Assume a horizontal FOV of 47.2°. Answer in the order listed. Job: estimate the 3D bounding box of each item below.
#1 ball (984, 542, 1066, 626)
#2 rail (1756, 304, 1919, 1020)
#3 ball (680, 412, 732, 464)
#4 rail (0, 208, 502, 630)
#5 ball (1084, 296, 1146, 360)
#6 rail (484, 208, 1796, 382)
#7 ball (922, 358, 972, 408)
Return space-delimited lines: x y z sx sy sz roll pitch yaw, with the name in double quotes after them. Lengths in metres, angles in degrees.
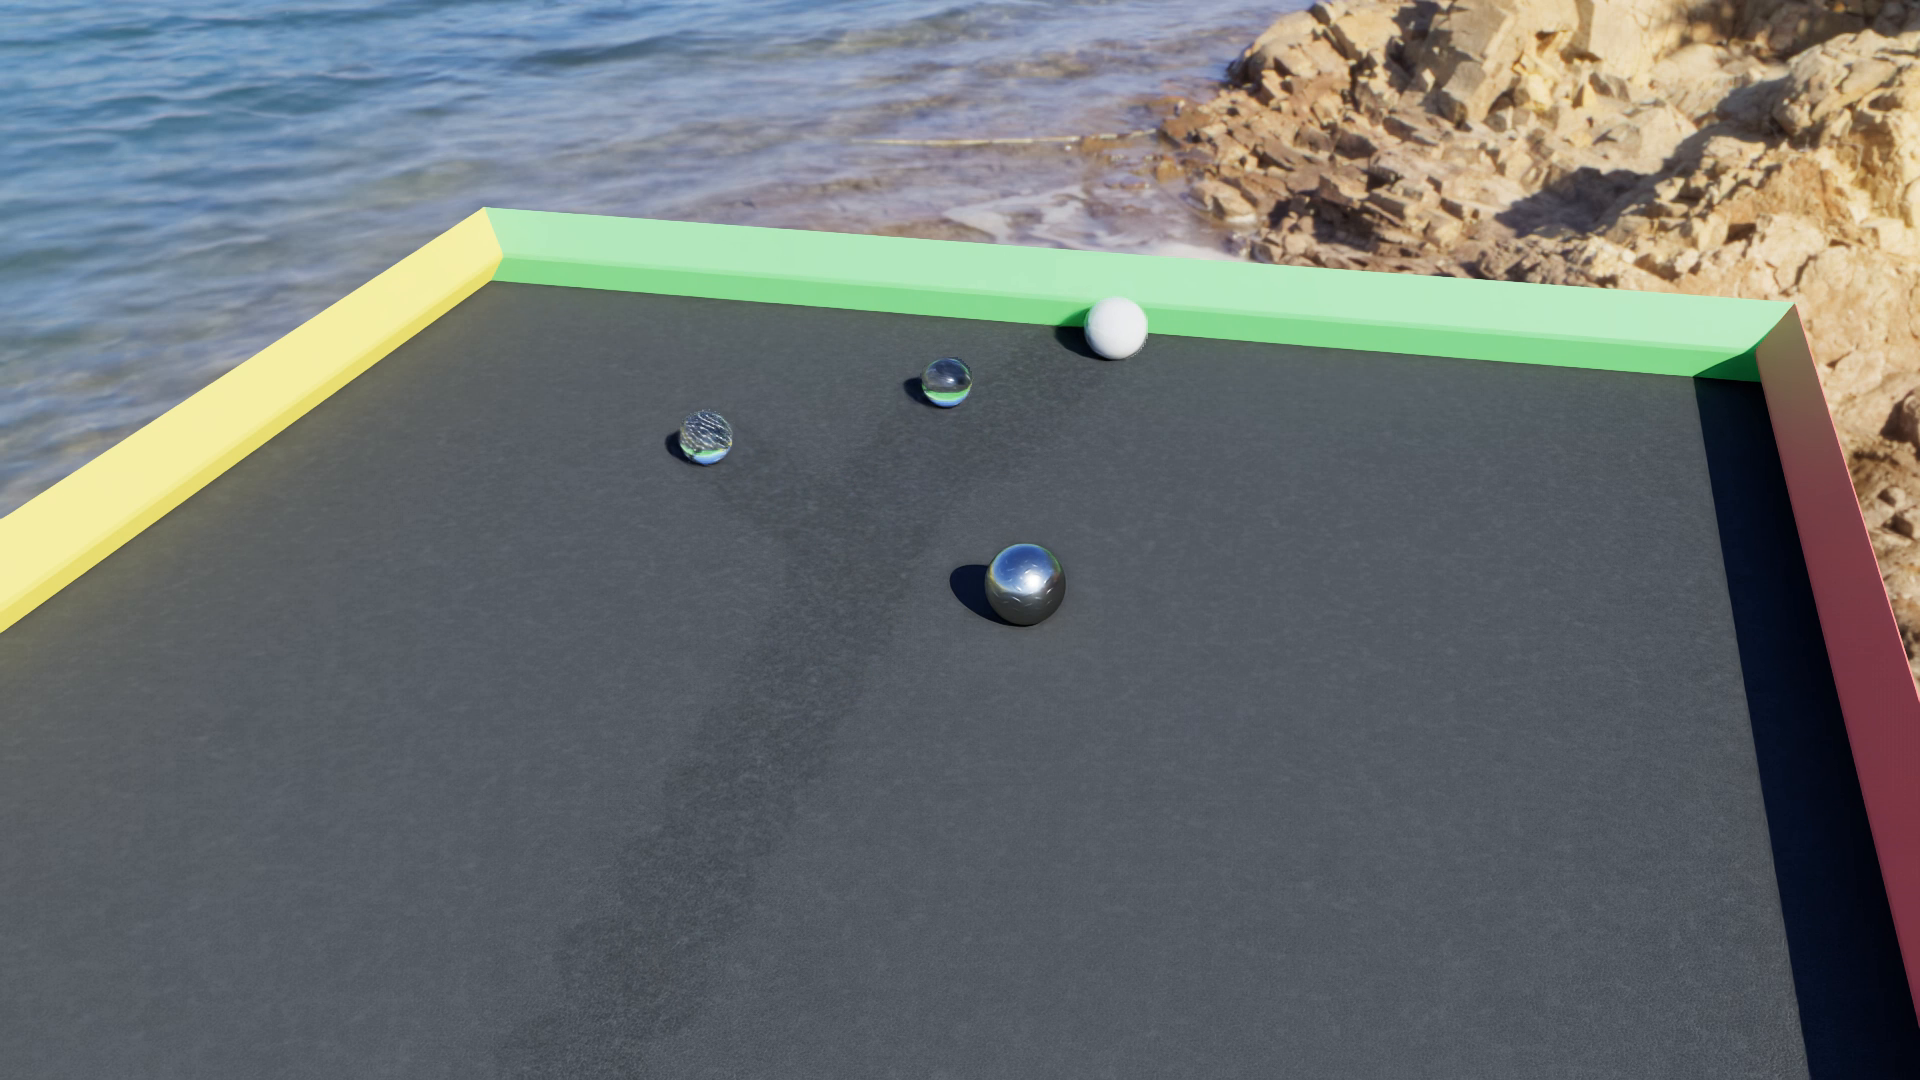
0.065 0.044 2.200 0.082 0.082 0.082 0 25 0 "ball"
0.663 0.390 1.422 0.045 0.108 3.144 6 26 12 "rail"
-0.298 -0.119 2.575 0.062 0.062 0.062 0 25 0 "ball"
-1.034 0.216 1.796 0.045 0.108 3.144 6 26 12 "rail"
0.204 -0.279 2.894 0.083 0.083 0.083 0 25 0 "ball"
0.180 -0.331 2.973 1.794 0.108 0.045 6 26 12 "rail"
-0.017 -0.196 2.741 0.062 0.062 0.062 0 25 0 "ball"
